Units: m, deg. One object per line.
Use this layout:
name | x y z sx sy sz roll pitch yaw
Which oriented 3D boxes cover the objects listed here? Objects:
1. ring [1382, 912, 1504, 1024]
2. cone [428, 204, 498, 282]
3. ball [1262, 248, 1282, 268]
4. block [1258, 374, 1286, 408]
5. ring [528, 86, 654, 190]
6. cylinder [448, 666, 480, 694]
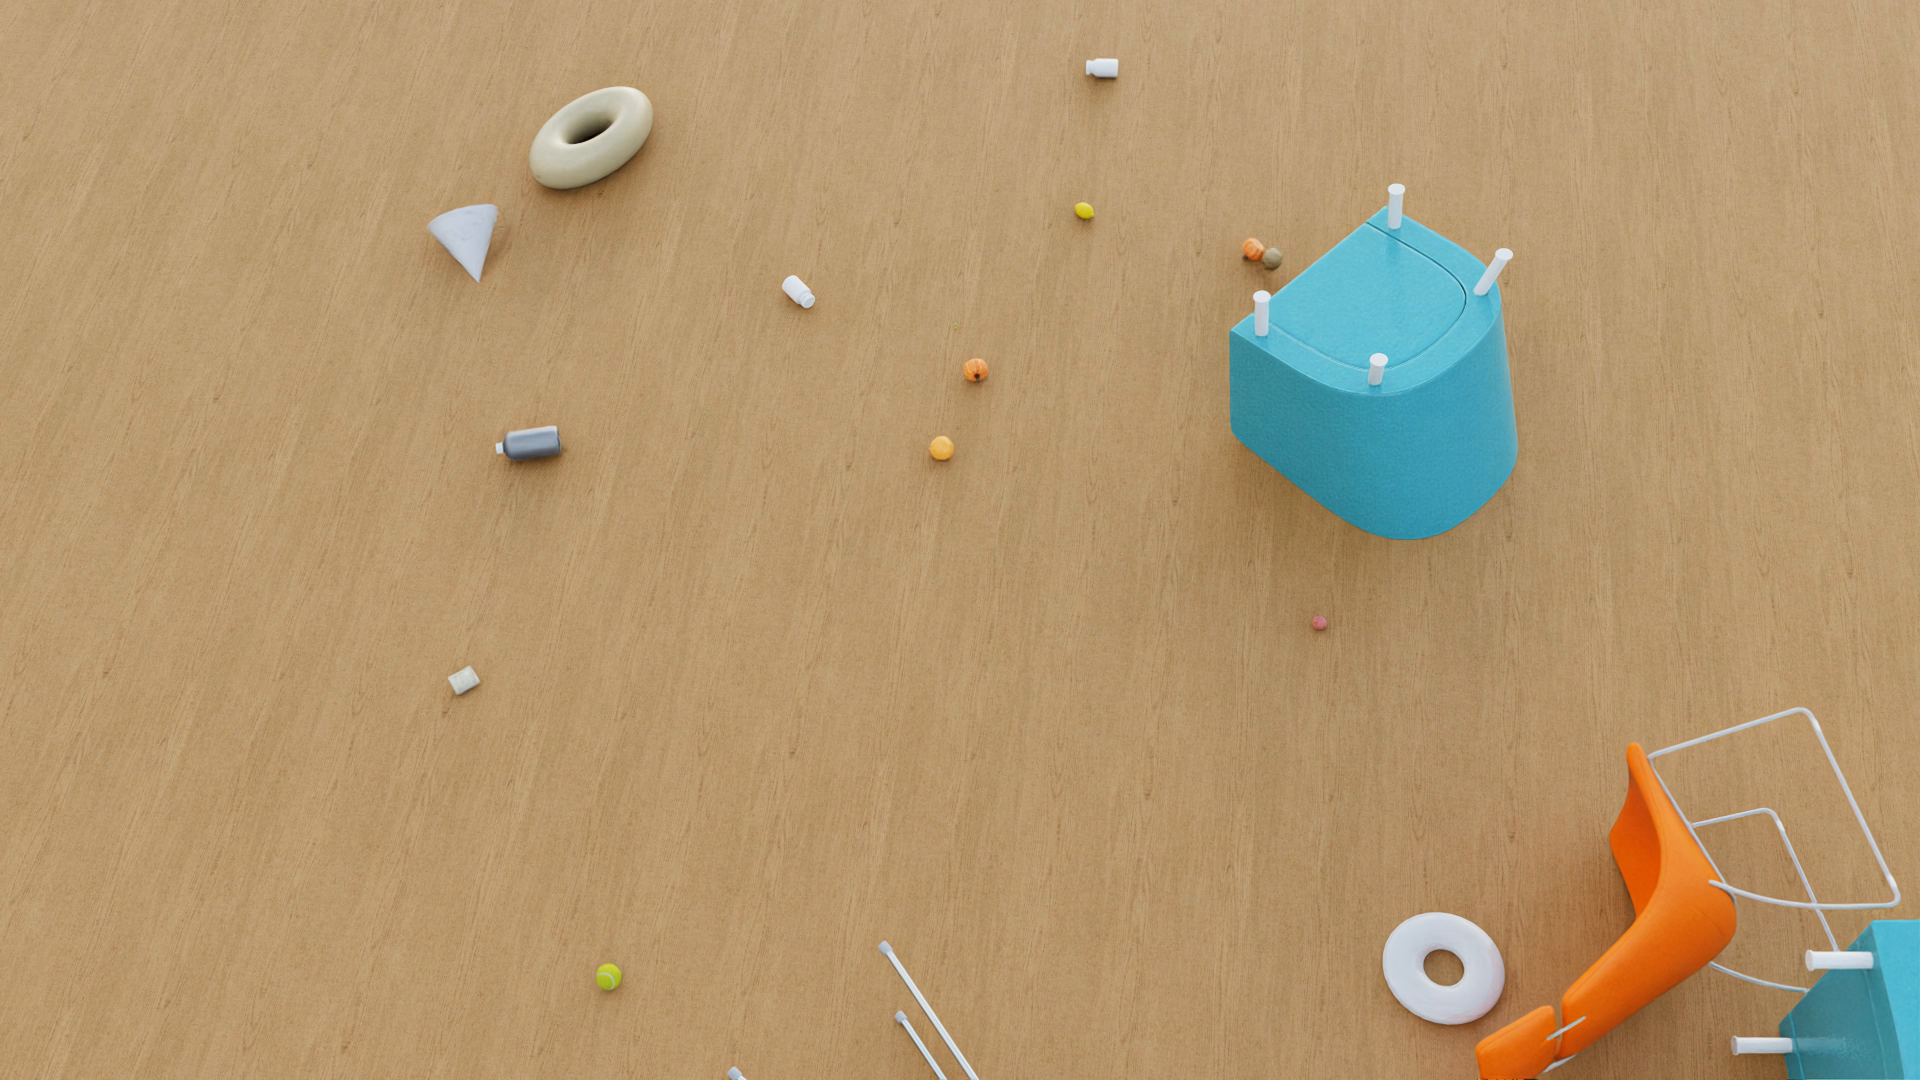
ring | 1.274 1.126 5.791 0.322 0.045 0.315 12 57 7
cone | -1.592 -0.943 7.160 0.238 0.158 0.234 -17 77 4
ball | 1.016 -0.915 7.150 0.064 0.064 0.064 0 56 0
block | 0.967 -0.459 6.820 0.066 0.102 0.038 16 58 10
ring | -1.238 -1.353 7.389 0.284 0.158 0.497 37 63 24
cylinder | -1.418 0.400 6.283 0.071 0.037 0.059 -30 71 -18
